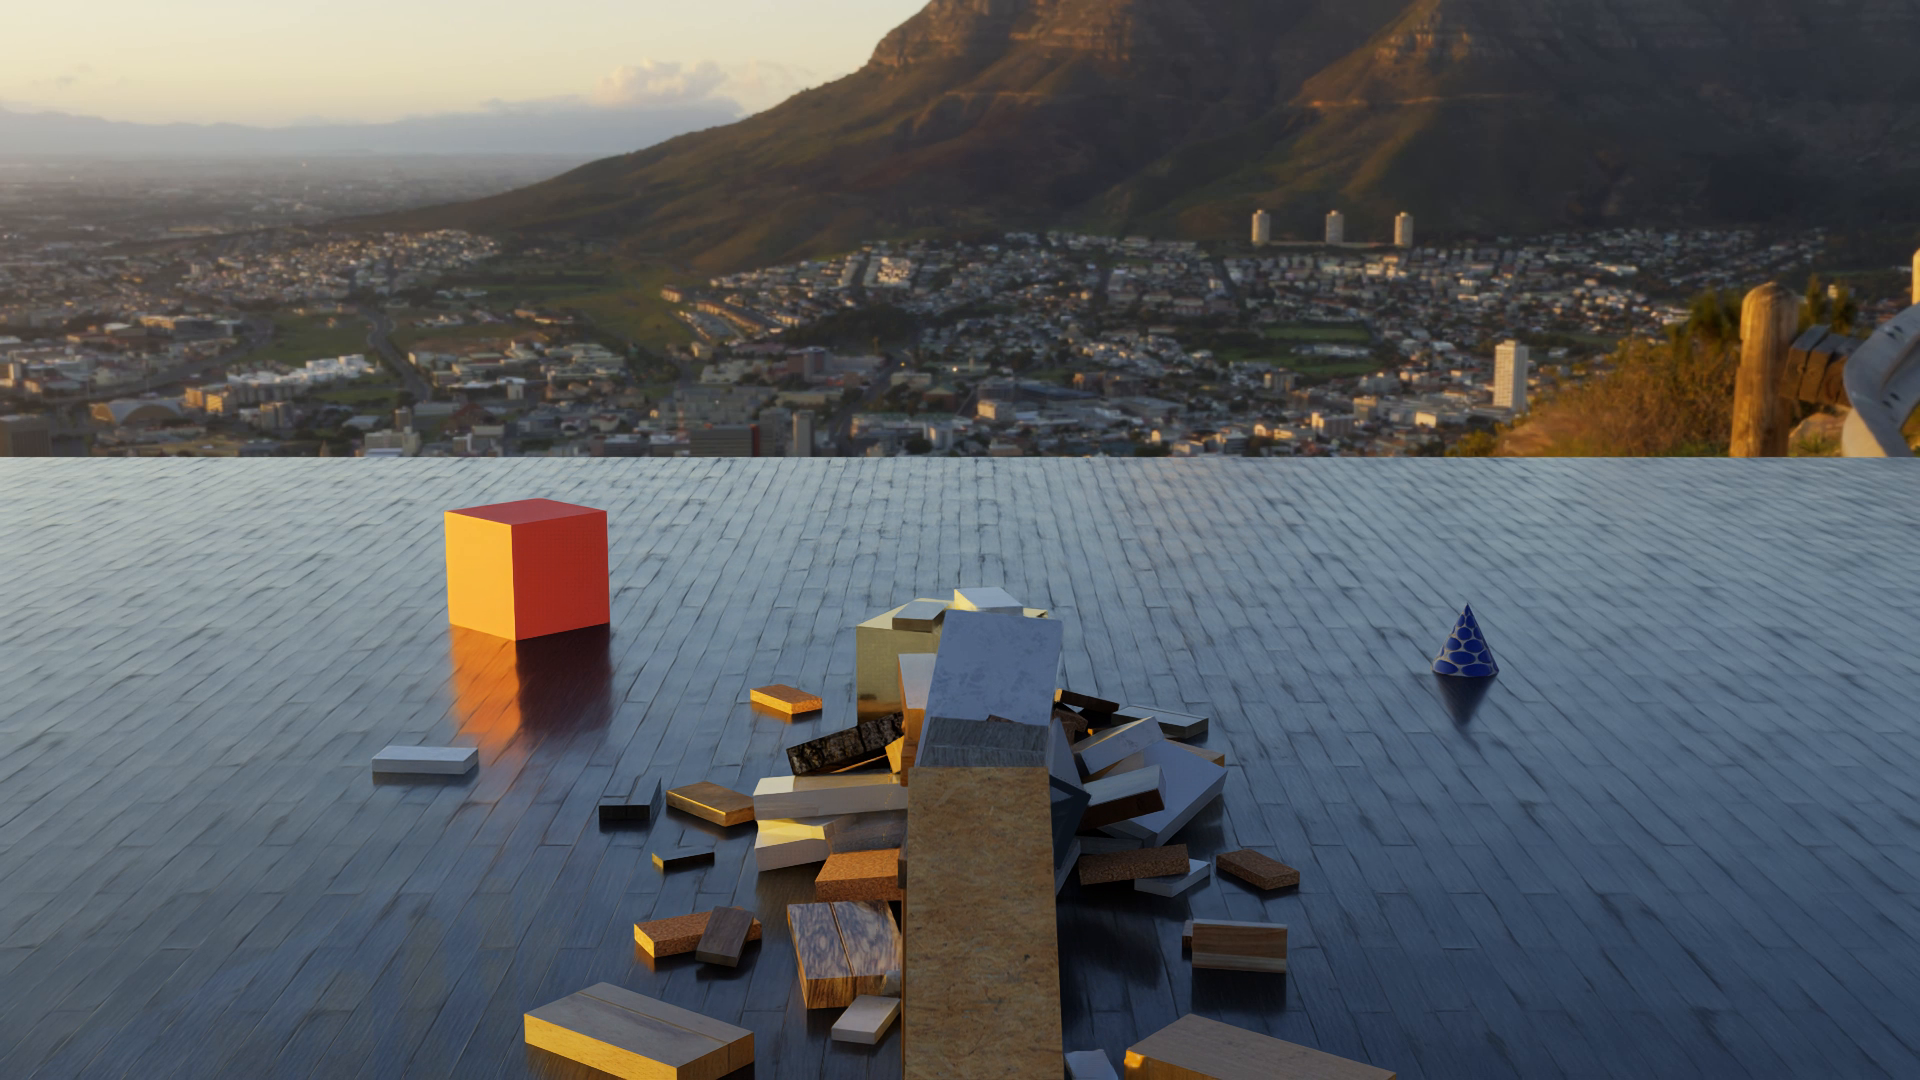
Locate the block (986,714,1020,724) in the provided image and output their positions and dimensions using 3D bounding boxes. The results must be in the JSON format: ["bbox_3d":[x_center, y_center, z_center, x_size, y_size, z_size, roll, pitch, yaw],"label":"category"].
[{"bbox_3d":[0.047,0.291,3.084,0.054,0.015,0.109,15,40,16],"label":"block"}]

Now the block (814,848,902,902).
[{"bbox_3d":[-0.080,0.553,3.659,0.297,0.042,0.148,-5,10,8],"label":"block"}]

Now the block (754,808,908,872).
[{"bbox_3d":[-0.204,0.510,3.843,0.297,0.042,0.148,-10,10,1],"label":"block"}]

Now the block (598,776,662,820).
[{"bbox_3d":[-0.622,0.486,4.157,0.094,0.027,0.187,0,11,-1],"label":"block"}]

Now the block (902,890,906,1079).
[{"bbox_3d":[0.005,0.567,2.894,0.163,0.326,0.046,-1,20,-3],"label":"block"}]

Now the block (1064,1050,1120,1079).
[{"bbox_3d":[0.178,0.715,2.950,0.054,0.015,0.109,-3,11,-9],"label":"block"}]

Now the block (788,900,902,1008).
[{"bbox_3d":[-0.170,0.626,3.349,0.159,0.045,0.318,-2,11,-9],"label":"block"}]

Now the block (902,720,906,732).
[{"bbox_3d":[-0.059,0.294,3.845,0.071,0.020,0.141,-20,19,13],"label":"block"}]

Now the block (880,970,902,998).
[{"bbox_3d":[-0.057,0.647,3.183,0.109,0.054,0.015,7,50,-10],"label":"block"}]

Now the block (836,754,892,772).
[{"bbox_3d":[-0.199,0.449,4.059,0.266,0.038,0.133,-25,15,-9],"label":"block"}]

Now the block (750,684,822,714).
[{"bbox_3d":[-0.386,0.353,4.884,0.081,0.023,0.163,-8,13,-38],"label":"block"}]

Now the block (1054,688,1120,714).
[{"bbox_3d":[0.246,0.343,4.752,0.096,0.027,0.192,11,-4,45],"label":"block"}]

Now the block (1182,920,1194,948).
[{"bbox_3d":[0.421,0.622,3.444,0.141,0.020,0.071,2,11,11],"label":"block"}]

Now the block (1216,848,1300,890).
[{"bbox_3d":[0.509,0.562,3.762,0.071,0.020,0.141,-6,12,-29],"label":"block"}]

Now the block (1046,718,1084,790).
[{"bbox_3d":[0.065,0.409,3.754,0.266,0.133,0.038,-18,-11,-1],"label":"block"}]

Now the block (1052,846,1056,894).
[{"bbox_3d":[0.116,0.549,3.505,0.071,0.141,0.020,1,31,8],"label":"block"}]

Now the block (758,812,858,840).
[{"bbox_3d":[-0.266,0.490,3.828,0.163,0.023,0.081,-1,14,42],"label":"block"}]

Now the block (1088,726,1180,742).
[{"bbox_3d":[0.354,0.407,4.487,0.096,0.027,0.217,-2,2,-24],"label":"block"}]

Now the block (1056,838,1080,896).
[{"bbox_3d":[0.131,0.554,3.680,0.092,0.026,0.185,4,24,19],"label":"block"}]

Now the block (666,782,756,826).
[{"bbox_3d":[-0.458,0.493,4.118,0.094,0.027,0.187,-9,14,-41],"label":"block"}]

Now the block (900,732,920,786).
[{"bbox_3d":[-0.001,0.304,3.319,0.161,0.046,0.322,0,11,1],"label":"block"}]

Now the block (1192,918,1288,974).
[{"bbox_3d":[0.424,0.616,3.337,0.141,0.071,0.020,2,11,10],"label":"block"}]

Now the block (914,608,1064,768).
[{"bbox_3d":[0.045,0.240,3.203,0.179,0.051,0.357,6,38,5],"label":"block"}]

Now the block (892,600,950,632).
[{"bbox_3d":[-0.076,0.151,4.383,0.081,0.023,0.163,2,11,12],"label":"block"}]

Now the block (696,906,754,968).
[{"bbox_3d":[-0.363,0.612,3.402,0.063,0.018,0.127,9,24,4],"label":"block"}]

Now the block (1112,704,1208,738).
[{"bbox_3d":[0.426,0.387,4.692,0.185,0.026,0.093,8,13,36],"label":"block"}]

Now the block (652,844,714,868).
[{"bbox_3d":[-0.482,0.552,3.837,0.096,0.014,0.048,-6,12,-30],"label":"block"}]

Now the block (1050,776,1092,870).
[{"bbox_3d":[0.113,0.453,3.599,0.131,0.131,0.131,27,-15,-8],"label":"block"}]

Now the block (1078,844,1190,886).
[{"bbox_3d":[0.295,0.549,3.726,0.185,0.026,0.092,-7,5,4],"label":"block"}]

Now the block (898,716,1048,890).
[{"bbox_3d":[0.021,0.348,2.901,0.163,0.046,0.326,4,29,5],"label":"block"}]

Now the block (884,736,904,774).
[{"bbox_3d":[-0.014,0.333,3.729,0.173,0.049,0.346,-17,-7,-13],"label":"block"}]

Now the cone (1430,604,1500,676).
[{"bbox_3d":[1.195,0.226,5.191,0.160,0.160,0.160,0,11,0],"label":"cone"}]

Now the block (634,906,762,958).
[{"bbox_3d":[-0.412,0.616,3.461,0.178,0.025,0.089,-5,12,-27],"label":"block"}]

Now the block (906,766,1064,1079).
[{"bbox_3d":[0.027,0.567,2.544,0.179,0.051,0.748,0,44,-1],"label":"block"}]

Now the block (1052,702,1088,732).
[{"bbox_3d":[0.198,0.365,4.721,0.093,0.026,0.185,19,4,-20],"label":"block"}]

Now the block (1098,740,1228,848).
[{"bbox_3d":[0.352,0.462,4.018,0.159,0.045,0.319,24,26,22],"label":"block"}]

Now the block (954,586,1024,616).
[{"bbox_3d":[0.058,0.130,4.485,0.096,0.027,0.192,-3,11,-13],"label":"block"}]

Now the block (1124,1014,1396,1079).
[{"bbox_3d":[0.394,0.709,2.903,0.318,0.045,0.159,8,13,38],"label":"block"}]

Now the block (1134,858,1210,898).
[{"bbox_3d":[0.361,0.569,3.726,0.071,0.020,0.141,7,13,33],"label":"block"}]

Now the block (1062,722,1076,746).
[{"bbox_3d":[0.159,0.400,4.424,0.015,0.054,0.261,5,2,33],"label":"block"}]

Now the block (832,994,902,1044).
[{"bbox_3d":[-0.132,0.681,3.128,0.063,0.018,0.127,3,11,15],"label":"block"}]

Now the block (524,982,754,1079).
[{"bbox_3d":[-0.444,0.686,3.036,0.297,0.042,0.148,8,13,37],"label":"block"}]

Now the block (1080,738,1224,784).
[{"bbox_3d":[0.352,0.456,4.191,0.159,0.045,0.319,12,19,36],"label":"block"}]

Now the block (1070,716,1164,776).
[{"bbox_3d":[0.256,0.399,4.145,0.159,0.045,0.319,-24,-3,-17],"label":"block"}]

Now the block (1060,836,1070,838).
[{"bbox_3d":[0.100,0.526,3.812,0.166,0.023,0.083,-25,31,-35],"label":"block"}]

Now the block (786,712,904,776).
[{"bbox_3d":[-0.127,0.353,3.989,0.346,0.049,0.173,-19,-10,7],"label":"block"}]

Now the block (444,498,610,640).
[{"bbox_3d":[-1.114,0.070,5.668,0.293,0.293,0.293,10,14,43],"label":"block"}]

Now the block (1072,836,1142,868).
[{"bbox_3d":[0.221,0.545,3.840,0.184,0.026,0.092,2,11,12],"label":"block"}]

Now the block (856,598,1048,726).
[{"bbox_3d":[-0.013,0.299,4.443,0.290,0.290,0.290,5,12,24],"label":"block"}]

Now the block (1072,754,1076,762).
[{"bbox_3d":[0.138,0.393,4.112,0.032,0.113,0.251,16,18,-25],"label":"block"}]

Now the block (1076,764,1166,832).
[{"bbox_3d":[0.124,0.481,3.766,0.462,0.038,0.133,-16,10,10],"label":"block"}]

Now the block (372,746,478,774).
[{"bbox_3d":[-1.070,0.440,4.403,0.187,0.027,0.094,1,11,5],"label":"block"}]

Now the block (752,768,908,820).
[{"bbox_3d":[-0.145,0.438,3.859,0.421,0.045,0.159,-5,4,0],"label":"block"}]

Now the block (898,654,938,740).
[{"bbox_3d":[-0.003,0.239,3.409,0.173,0.049,0.346,-1,11,-4],"label":"block"}]
